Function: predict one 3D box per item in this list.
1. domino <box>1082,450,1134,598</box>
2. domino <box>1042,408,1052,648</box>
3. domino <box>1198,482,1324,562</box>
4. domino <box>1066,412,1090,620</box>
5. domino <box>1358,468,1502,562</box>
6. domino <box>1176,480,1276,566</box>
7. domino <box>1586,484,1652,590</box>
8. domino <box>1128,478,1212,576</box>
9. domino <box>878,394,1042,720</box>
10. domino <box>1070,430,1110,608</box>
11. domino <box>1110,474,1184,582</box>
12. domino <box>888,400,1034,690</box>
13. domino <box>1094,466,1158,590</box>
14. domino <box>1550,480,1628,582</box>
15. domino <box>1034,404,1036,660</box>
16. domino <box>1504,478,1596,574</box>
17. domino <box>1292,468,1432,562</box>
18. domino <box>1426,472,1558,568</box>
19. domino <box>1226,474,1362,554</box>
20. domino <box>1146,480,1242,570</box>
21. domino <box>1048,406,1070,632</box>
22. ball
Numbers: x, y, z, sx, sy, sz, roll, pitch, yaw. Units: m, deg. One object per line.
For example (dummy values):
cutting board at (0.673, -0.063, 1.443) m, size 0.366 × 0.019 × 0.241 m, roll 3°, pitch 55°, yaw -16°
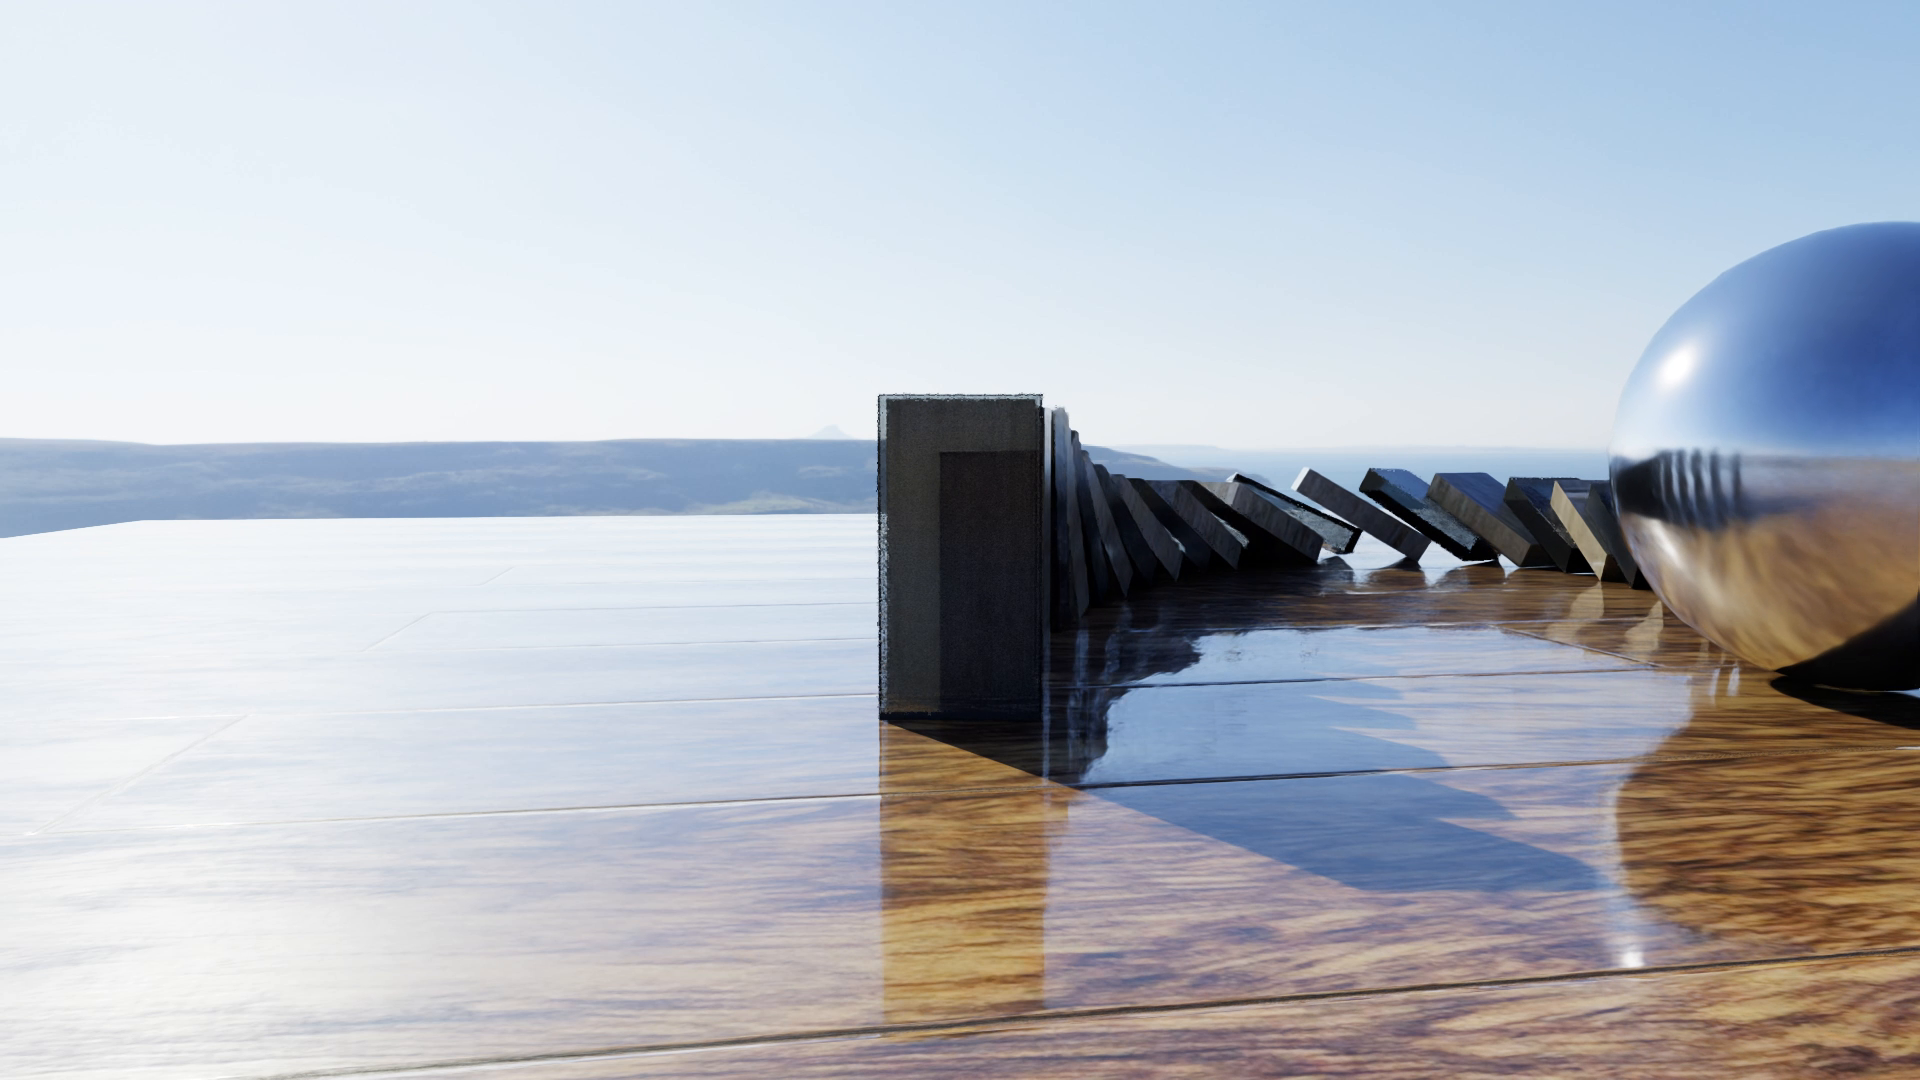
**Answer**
domino at (0.028, -0.004, 0.345) m, size 0.025 × 0.009 × 0.050 m, roll 2°, pitch -38°, yaw 27°
domino at (0.006, -0.003, 0.272) m, size 0.025 × 0.050 × 0.009 m, roll 1°, pitch 4°, yaw 12°
domino at (0.105, -0.007, 0.459) m, size 0.050 × 0.010 × 0.025 m, roll 27°, pitch -12°, yaw -34°
domino at (0.015, -0.006, 0.309) m, size 0.025 × 0.050 × 0.009 m, roll 2°, pitch 27°, yaw 22°
domino at (0.176, -0.010, 0.478) m, size 0.025 × 0.010 × 0.050 m, roll -1°, pitch 33°, yaw -40°
domino at (0.084, -0.006, 0.444) m, size 0.050 × 0.010 × 0.025 m, roll 30°, pitch -16°, yaw -38°
domino at (0.213, -0.002, 0.393) m, size 0.025 × 0.010 × 0.050 m, roll 1°, pitch 30°, yaw 9°
domino at (0.057, -0.004, 0.406) m, size 0.025 × 0.009 × 0.050 m, roll 3°, pitch -23°, yaw 39°
domino at (0.000, 0.002, 0.201) m, size 0.025 × 0.050 × 0.010 m, roll 0°, pitch 4°, yaw 0°
domino at (0.021, -0.005, 0.326) m, size 0.025 × 0.050 × 0.009 m, roll 2°, pitch 41°, yaw 22°
domino at (0.046, -0.003, 0.385) m, size 0.025 × 0.009 × 0.050 m, roll 3°, pitch -26°, yaw 33°
domino at (0.000, 0.001, 0.225) m, size 0.025 × 0.050 × 0.009 m, roll 0°, pitch 4°, yaw 2°
domino at (0.036, -0.003, 0.365) m, size 0.025 × 0.010 × 0.050 m, roll 2°, pitch -31°, yaw 29°
domino at (0.213, -0.004, 0.417) m, size 0.025 × 0.010 × 0.050 m, roll 0°, pitch 30°, yaw 5°
domino at (0.002, -0.001, 0.248) m, size 0.025 × 0.050 × 0.009 m, roll 1°, pitch 4°, yaw 7°
domino at (0.210, -0.006, 0.440) m, size 0.025 × 0.009 × 0.050 m, roll 0°, pitch 30°, yaw -2°
domino at (0.148, -0.010, 0.475) m, size 0.050 × 0.009 × 0.025 m, roll 32°, pitch 9°, yaw 7°
domino at (0.195, -0.008, 0.462) m, size 0.025 × 0.009 × 0.050 m, roll -2°, pitch 32°, yaw -24°
domino at (0.123, -0.009, 0.481) m, size 0.050 × 0.009 × 0.025 m, roll 25°, pitch 1°, yaw 5°
domino at (0.071, -0.005, 0.424) m, size 0.025 × 0.009 × 0.050 m, roll 3°, pitch -21°, yaw 39°
domino at (0.011, -0.005, 0.293) m, size 0.025 × 0.050 × 0.010 m, roll 2°, pitch 11°, yaw 19°
ball at (0.156, -0.014, 0.222) m, size 0.080 × 0.080 × 0.080 m, roll 0°, pitch 4°, yaw 0°
